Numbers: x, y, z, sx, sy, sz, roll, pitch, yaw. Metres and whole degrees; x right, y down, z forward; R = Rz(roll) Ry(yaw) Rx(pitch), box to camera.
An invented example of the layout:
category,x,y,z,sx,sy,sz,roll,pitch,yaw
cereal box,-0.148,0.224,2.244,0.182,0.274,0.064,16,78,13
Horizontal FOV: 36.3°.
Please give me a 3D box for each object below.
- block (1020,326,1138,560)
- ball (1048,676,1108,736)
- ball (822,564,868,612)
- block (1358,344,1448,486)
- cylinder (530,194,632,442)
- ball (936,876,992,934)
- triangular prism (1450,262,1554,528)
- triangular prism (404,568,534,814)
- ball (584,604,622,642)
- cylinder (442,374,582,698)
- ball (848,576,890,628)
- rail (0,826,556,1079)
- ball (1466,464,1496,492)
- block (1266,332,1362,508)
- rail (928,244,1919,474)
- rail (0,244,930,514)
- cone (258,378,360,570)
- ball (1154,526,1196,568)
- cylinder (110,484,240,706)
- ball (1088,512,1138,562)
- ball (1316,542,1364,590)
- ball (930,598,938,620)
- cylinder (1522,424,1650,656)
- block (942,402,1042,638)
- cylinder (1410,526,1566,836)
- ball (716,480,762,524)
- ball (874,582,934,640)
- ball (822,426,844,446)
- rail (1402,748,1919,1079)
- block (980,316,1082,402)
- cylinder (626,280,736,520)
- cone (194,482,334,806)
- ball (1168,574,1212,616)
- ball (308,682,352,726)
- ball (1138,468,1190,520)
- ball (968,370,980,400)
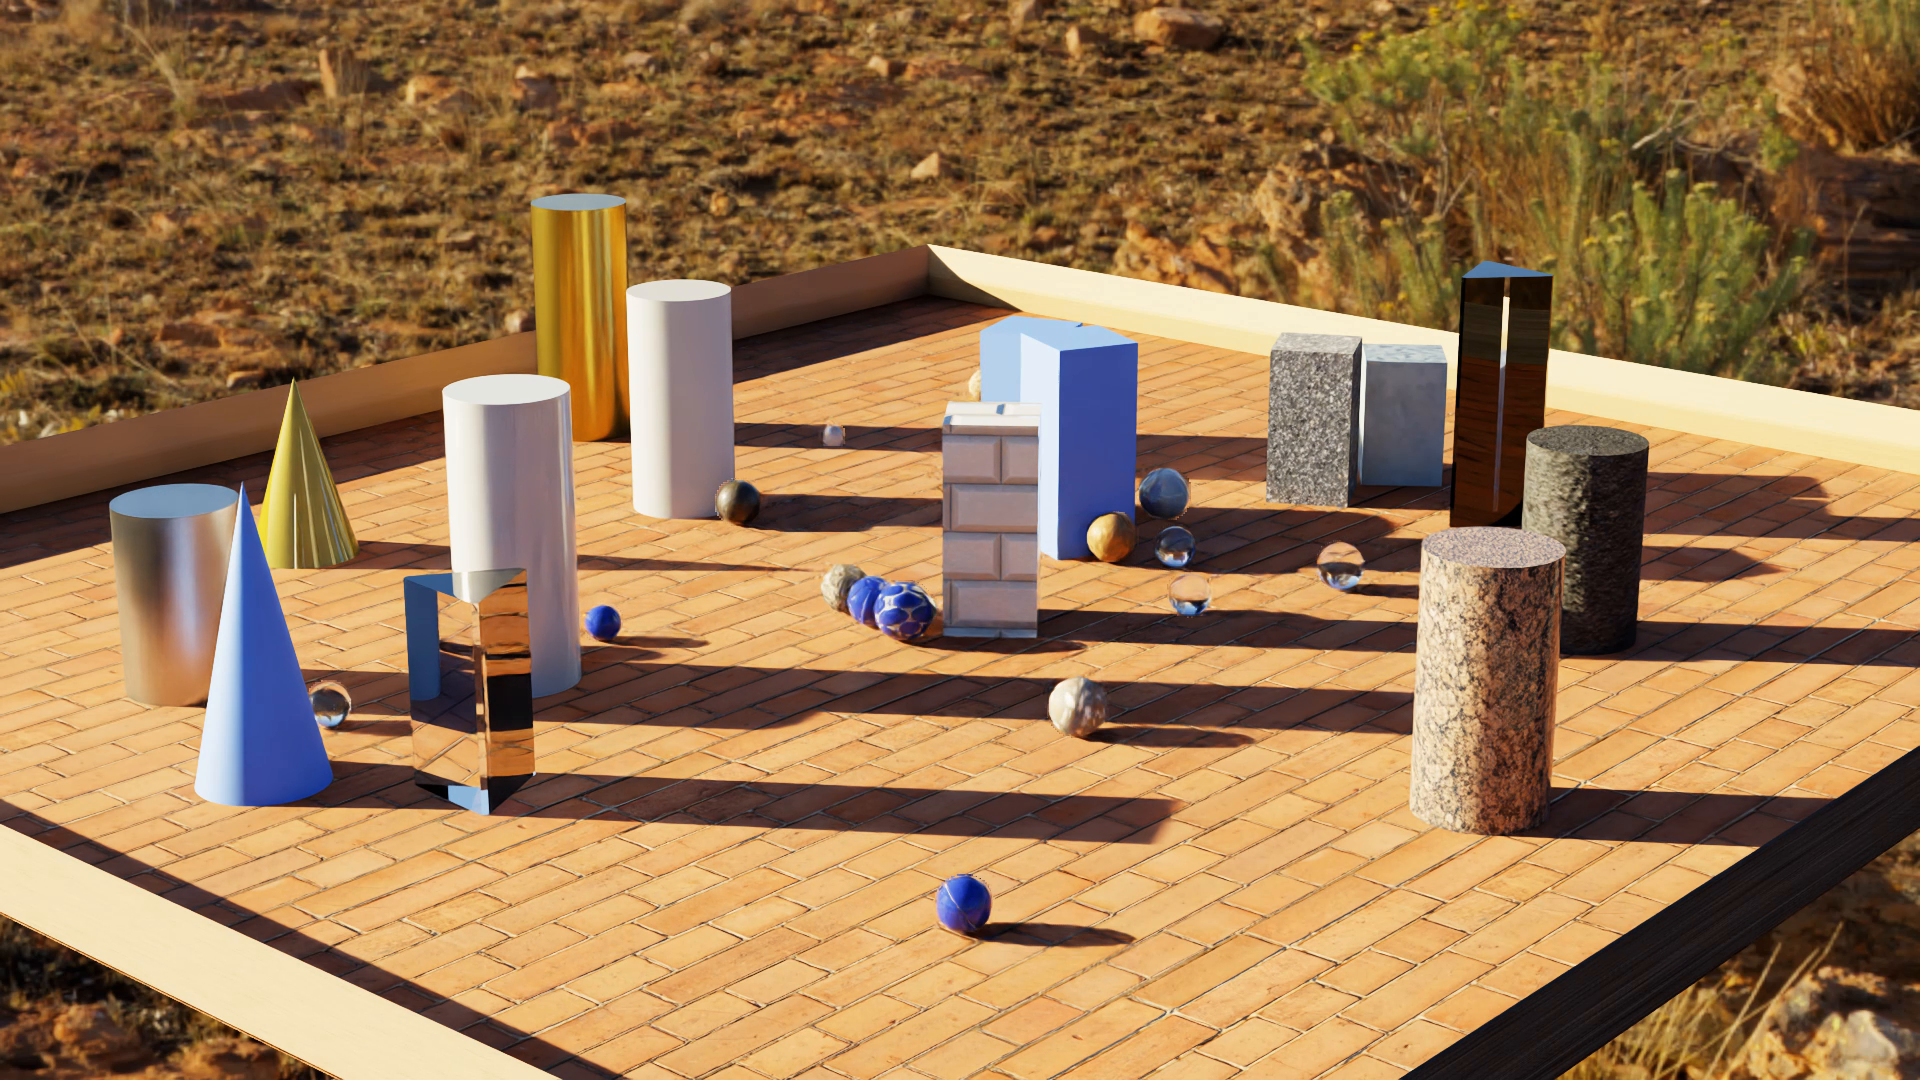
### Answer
category,x,y,z,sx,sy,sz,roll,pitch,yaw
block,0.216,-0.180,5.372,0.158,0.391,0.158,-7,18,-23
ball,0.180,0.253,4.457,0.090,0.090,0.090,0,17,0
ball,-0.195,0.082,5.025,0.085,0.085,0.085,0,17,0
block,0.881,-0.251,5.849,0.158,0.251,0.158,1,17,4
cylinder,-0.792,-0.468,6.158,0.197,0.489,0.197,0,17,0
ball,0.005,0.469,3.770,0.073,0.073,0.073,0,17,0
triangular prism,1.003,-0.278,5.543,0.171,0.479,0.148,-2,17,-6
triangular prism,-0.680,0.207,4.220,0.148,0.316,0.171,-16,23,-42
ball,-0.595,0.138,4.888,0.061,0.061,0.061,0,17,0
cylinder,-0.707,-0.006,4.644,0.197,0.479,0.197,0,17,0
ball,-0.148,0.104,4.958,0.086,0.086,0.086,0,17,0
rail,-1.200,0.431,3.797,3.439,0.128,0.045,14,22,39
ball,1.021,-0.122,5.756,0.058,0.058,0.058,0,17,0
block,0.690,-0.235,5.707,0.158,0.304,0.158,4,17,13
rail,1.200,-0.367,6.443,3.439,0.128,0.045,14,22,39
rail,-1.280,-0.289,6.184,0.045,0.128,3.707,14,22,39
cone,-1.199,-0.136,5.325,0.197,0.333,0.197,0,17,0
ball,0.388,0.013,5.282,0.075,0.075,0.075,0,17,0
cylinder,-1.230,0.085,4.637,0.197,0.307,0.197,0,17,0
ball,0.276,-0.004,5.310,0.091,0.091,0.091,0,17,0
ball,0.669,0.046,5.154,0.084,0.084,0.084,0,17,0
ball,-0.064,0.118,4.975,0.050,0.050,0.050,0,17,0
cylinder,1.032,-0.001,4.867,0.197,0.341,0.197,0,17,0
block,0.055,-0.035,4.935,0.158,0.367,0.158,1,17,3
cylinder,0.740,0.196,4.124,0.197,0.391,0.197,0,17,0
ball,-0.417,-0.071,5.541,0.084,0.084,0.084,0,17,0
ball,-0.094,0.119,4.883,0.099,0.099,0.099,0,17,0
ball,-0.263,-0.216,6.092,0.045,0.045,0.045,0,17,0
rail,1.280,0.353,4.055,0.045,0.128,3.707,14,22,39
block,0.145,-0.295,5.943,0.158,0.281,0.158,7,18,23
cylinder,-0.533,-0.271,5.617,0.197,0.423,0.197,0,17,0
cone,-1.016,0.134,4.217,0.197,0.456,0.197,0,17,0
ball,0.393,0.093,5.015,0.074,0.074,0.074,0,17,0
ball,-0.968,0.252,4.497,0.068,0.068,0.068,0,17,0
ball,0.388,-0.088,5.575,0.098,0.098,0.098,0,17,0
ball,0.056,-0.340,6.455,0.074,0.074,0.074,0,17,0
